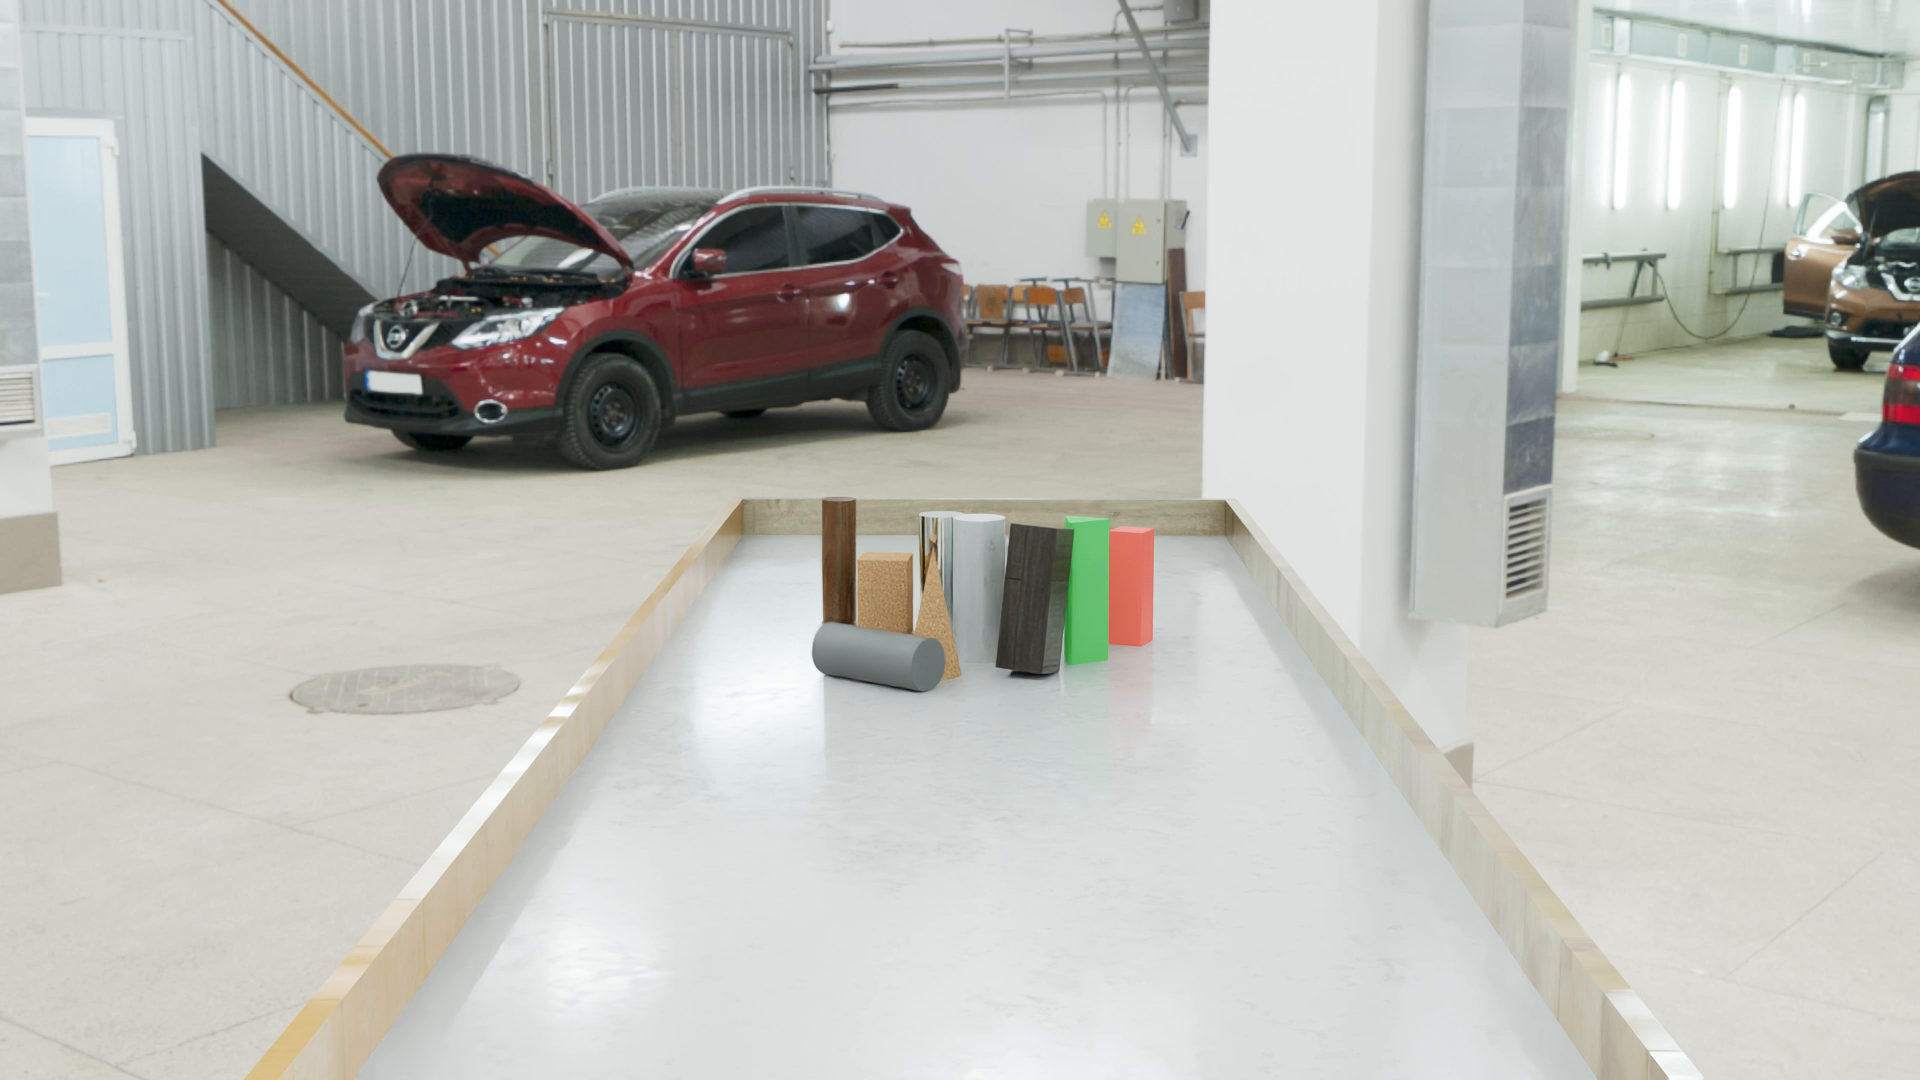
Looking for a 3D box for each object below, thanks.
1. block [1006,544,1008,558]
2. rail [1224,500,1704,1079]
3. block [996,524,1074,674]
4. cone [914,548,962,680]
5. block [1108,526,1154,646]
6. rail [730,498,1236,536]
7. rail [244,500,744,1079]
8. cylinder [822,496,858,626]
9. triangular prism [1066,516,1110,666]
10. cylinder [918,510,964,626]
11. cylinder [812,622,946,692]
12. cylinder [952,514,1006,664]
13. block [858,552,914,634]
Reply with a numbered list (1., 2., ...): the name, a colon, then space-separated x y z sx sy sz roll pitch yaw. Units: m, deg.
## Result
1. block: 0.226 0.177 6.917 0.163 0.305 0.163 0 9 1
2. rail: 1.046 0.843 3.208 0.050 0.150 12.000 0 9 1
3. block: 0.222 0.171 6.492 0.147 0.426 0.147 7 2 23
4. cone: -0.078 0.208 6.475 0.167 0.383 0.167 0 9 0
5. block: 0.540 0.145 6.942 0.110 0.360 0.110 4 10 24
6. rail: 0.099 -0.098 9.147 2.100 0.150 0.050 0 9 1
7. rail: -1.004 0.839 3.234 0.050 0.150 12.000 0 9 1
8. cylinder: -0.382 0.095 6.953 0.109 0.455 0.109 0 9 0
9. triangular prism: 0.357 0.149 6.681 0.144 0.435 0.125 -6 11 -32
10. cylinder: -0.057 0.122 6.931 0.145 0.410 0.145 0 9 0
11. cylinder: -0.239 0.337 6.389 0.381 0.155 0.155 7 11 38
12. cylinder: 0.058 0.146 6.699 0.161 0.434 0.161 0 9 0
13. block: -0.227 0.205 6.717 0.152 0.313 0.152 1 9 5
